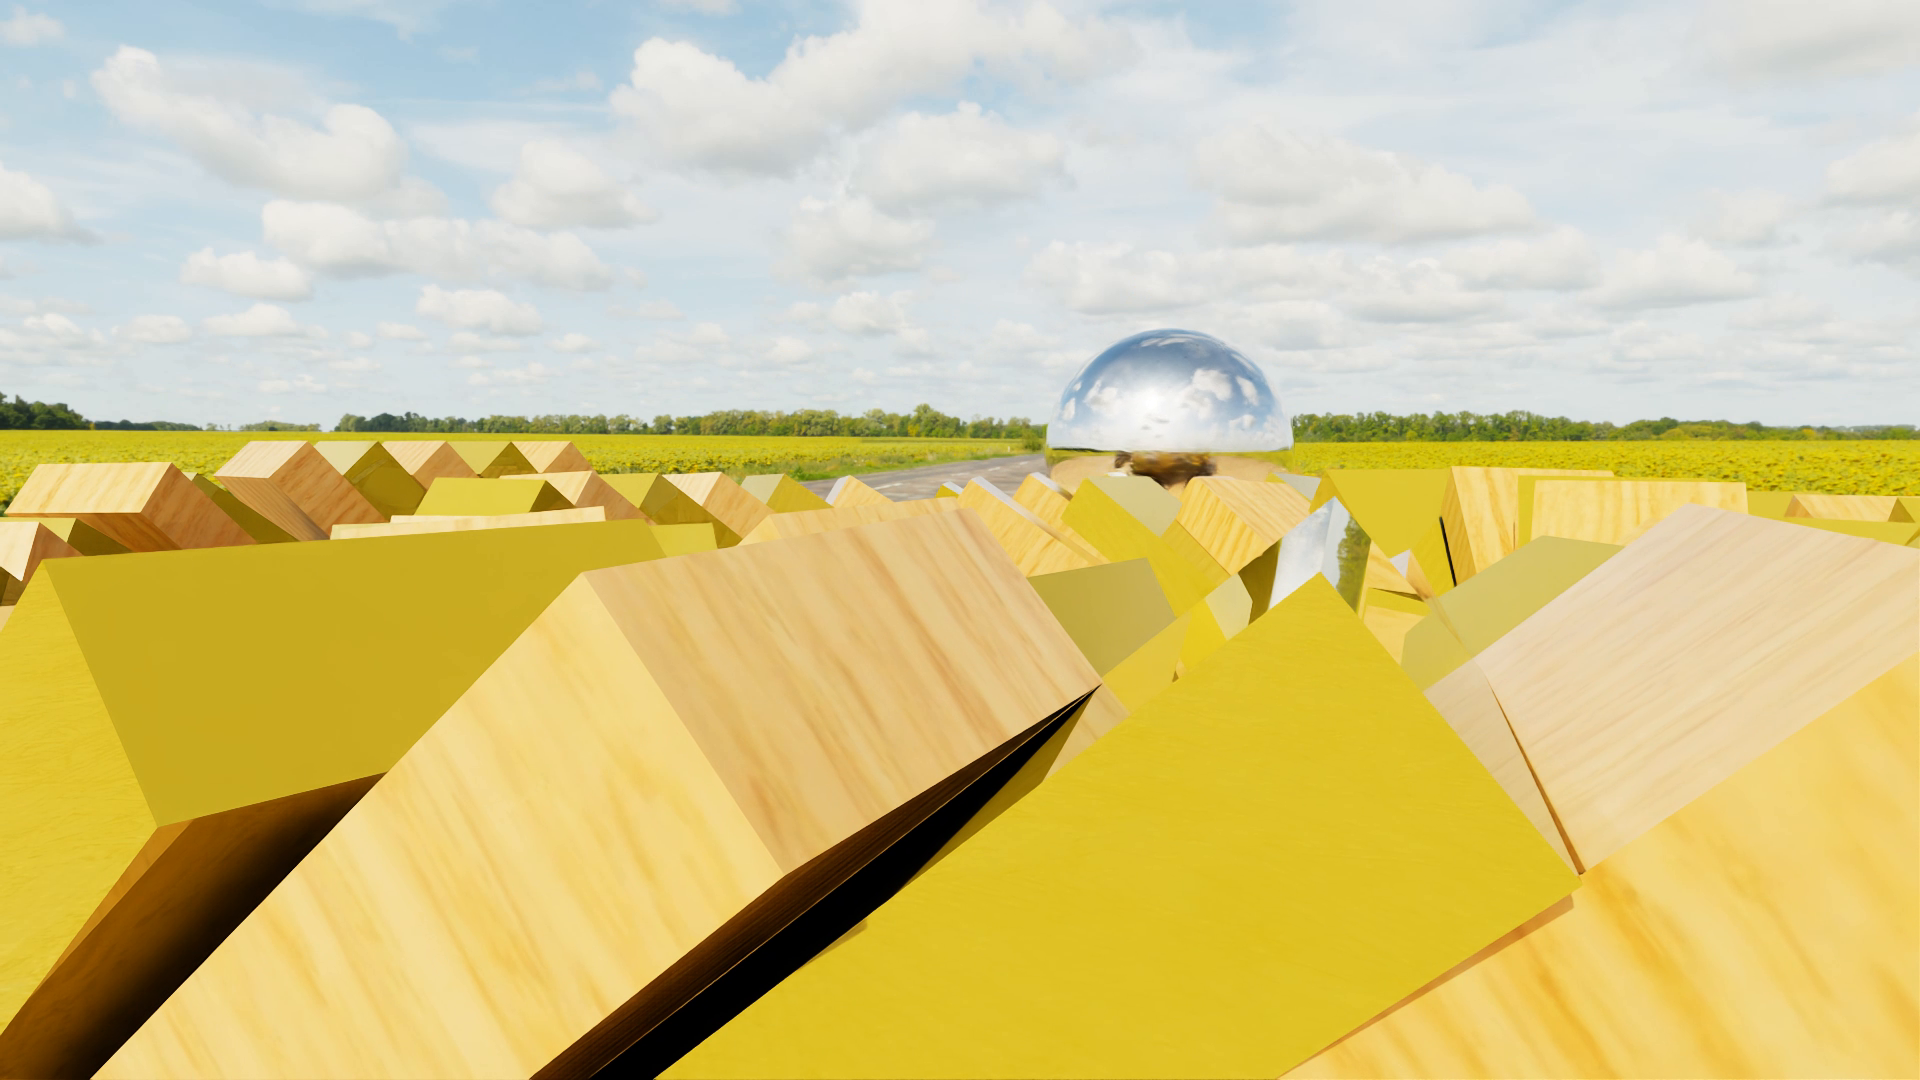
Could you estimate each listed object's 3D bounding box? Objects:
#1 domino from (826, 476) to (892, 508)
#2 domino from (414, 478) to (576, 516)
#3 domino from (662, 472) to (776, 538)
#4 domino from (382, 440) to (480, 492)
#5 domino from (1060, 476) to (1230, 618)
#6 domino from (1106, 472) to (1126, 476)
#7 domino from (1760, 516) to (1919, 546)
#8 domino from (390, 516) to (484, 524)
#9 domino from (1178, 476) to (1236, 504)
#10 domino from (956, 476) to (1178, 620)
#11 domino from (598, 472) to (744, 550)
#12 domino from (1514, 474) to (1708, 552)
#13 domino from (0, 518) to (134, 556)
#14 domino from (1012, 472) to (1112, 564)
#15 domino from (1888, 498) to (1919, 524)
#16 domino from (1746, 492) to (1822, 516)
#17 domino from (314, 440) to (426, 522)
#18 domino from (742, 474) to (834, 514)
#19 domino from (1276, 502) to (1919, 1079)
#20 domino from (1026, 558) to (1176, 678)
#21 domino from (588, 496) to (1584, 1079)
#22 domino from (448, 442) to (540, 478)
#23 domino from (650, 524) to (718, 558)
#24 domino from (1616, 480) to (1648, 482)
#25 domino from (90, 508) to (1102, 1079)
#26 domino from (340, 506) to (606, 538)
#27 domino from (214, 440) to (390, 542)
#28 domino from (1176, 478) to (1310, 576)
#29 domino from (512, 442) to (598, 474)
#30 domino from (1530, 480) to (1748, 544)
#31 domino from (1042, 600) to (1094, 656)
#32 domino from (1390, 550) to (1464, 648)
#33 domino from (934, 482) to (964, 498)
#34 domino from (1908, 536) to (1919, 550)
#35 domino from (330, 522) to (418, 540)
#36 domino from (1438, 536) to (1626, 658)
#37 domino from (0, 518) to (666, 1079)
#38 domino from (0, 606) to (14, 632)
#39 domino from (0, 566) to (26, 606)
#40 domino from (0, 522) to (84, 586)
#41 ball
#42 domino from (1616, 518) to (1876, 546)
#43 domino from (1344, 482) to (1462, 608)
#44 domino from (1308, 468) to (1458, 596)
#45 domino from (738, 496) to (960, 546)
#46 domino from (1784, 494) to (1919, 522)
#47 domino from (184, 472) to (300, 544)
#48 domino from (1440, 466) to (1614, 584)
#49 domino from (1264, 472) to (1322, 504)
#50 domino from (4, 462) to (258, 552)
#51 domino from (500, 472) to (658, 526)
[{"bbox_3d":[-0.007,0.003,0.288,0.050,0.009,0.025,32,-5,-10],"label":"domino"},{"bbox_3d":[-0.065,0.008,0.218,0.025,0.010,0.050,2,-31,29],"label":"domino"},{"bbox_3d":[-0.038,0.004,0.262,0.050,0.010,0.025,39,-22,-32],"label":"domino"},{"bbox_3d":[-0.101,0.001,0.270,0.025,0.050,0.009,3,49,40],"label":"domino"},{"bbox_3d":[0.045,0.007,0.238,0.050,0.009,0.025,42,25,27],"label":"domino"},{"bbox_3d":[0.053,0.003,0.293,0.050,0.009,0.025,35,12,10],"label":"domino"},{"bbox_3d":[0.076,0.015,0.135,0.050,0.010,0.025,-36,19,-21],"label":"domino"},{"bbox_3d":[-0.063,0.012,0.193,0.025,0.009,0.050,0,-25,4],"label":"domino"},{"bbox_3d":[0.074,0.003,0.290,0.050,0.009,0.025,38,21,23],"label":"domino"},{"bbox_3d":[0.021,0.007,0.233,0.050,0.010,0.025,35,6,1],"label":"domino"},{"bbox_3d":[-0.050,0.005,0.248,0.025,0.010,0.050,1,-31,43],"label":"domino"},{"bbox_3d":[0.090,0.011,0.175,0.025,0.009,0.050,2,42,21],"label":"domino"},{"bbox_3d":[-0.129,0.012,0.196,0.025,0.010,0.050,1,-25,9],"label":"domino"},{"bbox_3d":[0.035,0.003,0.294,0.050,0.009,0.025,35,8,5],"label":"domino"},{"bbox_3d":[0.151,0.012,0.177,0.025,0.010,0.050,3,35,12],"label":"domino"},{"bbox_3d":[0.147,0.009,0.216,0.025,0.010,0.050,0,35,-5],"label":"domino"},{"bbox_3d":[-0.110,0.001,0.260,0.025,0.050,0.009,4,49,40],"label":"domino"},{"bbox_3d":[-0.024,0.004,0.276,0.050,0.009,0.025,35,-14,-23],"label":"domino"},{"bbox_3d":[0.012,0.019,0.047,0.050,0.009,0.025,-40,-4,14],"label":"domino"},{"bbox_3d":[-0.007,0.018,0.114,0.050,0.009,0.025,-32,-14,32],"label":"domino"},{"bbox_3d":[-0.003,0.019,0.050,0.050,0.009,0.025,-41,-6,17],"label":"domino"},{"bbox_3d":[-0.091,0.000,0.279,0.025,0.050,0.010,4,49,40],"label":"domino"},{"bbox_3d":[-0.043,0.015,0.135,0.025,0.009,0.050,-3,-27,-27],"label":"domino"},{"bbox_3d":[0.134,0.007,0.235,0.025,0.010,0.050,-1,37,-26],"label":"domino"},{"bbox_3d":[-0.019,0.019,0.054,0.050,0.009,0.025,-41,-12,23],"label":"domino"},{"bbox_3d":[-0.053,0.013,0.149,0.025,0.010,0.050,-6,-26,-17],"label":"domino"},{"bbox_3d":[-0.118,0.002,0.250,0.025,0.050,0.009,4,49,40],"label":"domino"},{"bbox_3d":[0.064,0.007,0.230,0.025,0.009,0.050,2,35,-35],"label":"domino"},{"bbox_3d":[-0.082,-0.001,0.288,0.025,0.050,0.009,4,49,40],"label":"domino"},{"bbox_3d":[0.084,0.012,0.159,0.025,0.009,0.050,2,41,26],"label":"domino"},{"bbox_3d":[-0.001,0.011,0.240,0.050,0.009,0.025,19,2,15],"label":"domino"},{"bbox_3d":[0.016,0.018,0.108,0.050,0.009,0.025,-29,-4,21],"label":"domino"},{"bbox_3d":[0.016,0.004,0.294,0.050,0.009,0.025,31,5,1],"label":"domino"},{"bbox_3d":[0.029,0.019,0.048,0.050,0.009,0.025,-41,1,6],"label":"domino"},{"bbox_3d":[-0.062,0.013,0.171,0.025,0.010,0.050,-2,-25,-3],"label":"domino"},{"bbox_3d":[0.040,0.017,0.114,0.050,0.009,0.025,-31,6,-2],"label":"domino"},{"bbox_3d":[-0.035,0.019,0.060,0.050,0.010,0.025,-42,-18,27],"label":"domino"},{"bbox_3d":[-0.055,0.020,0.070,0.050,0.009,0.025,-37,-18,32],"label":"domino"},{"bbox_3d":[-0.120,0.015,0.154,0.025,0.010,0.050,-1,-24,-9],"label":"domino"},{"bbox_3d":[-0.125,0.013,0.174,0.025,0.009,0.050,-1,-25,-4],"label":"domino"},{"bbox_3d":[0.068,-0.029,0.419,0.080,0.080,0.080,0,4,0],"label":"ball"},{"bbox_3d":[0.060,0.016,0.123,0.050,0.010,0.025,-33,14,-12],"label":"domino"},{"bbox_3d":[0.108,0.005,0.269,0.025,0.010,0.050,-3,36,-39],"label":"domino"},{"bbox_3d":[0.080,0.008,0.212,0.025,0.010,0.050,-1,42,-13],"label":"domino"},{"bbox_3d":[-0.022,0.015,0.124,0.050,0.009,0.025,-40,-18,32],"label":"domino"},{"bbox_3d":[0.151,0.011,0.196,0.025,0.010,0.050,1,35,4],"label":"domino"},{"bbox_3d":[-0.126,0.006,0.236,0.025,0.010,0.050,3,-32,37],"label":"domino"},{"bbox_3d":[0.090,0.009,0.194,0.025,0.010,0.050,2,42,8],"label":"domino"},{"bbox_3d":[0.091,0.003,0.284,0.025,0.009,0.050,2,34,-50],"label":"domino"},{"bbox_3d":[-0.128,0.007,0.214,0.025,0.010,0.050,0,-36,13],"label":"domino"},{"bbox_3d":[-0.059,0.006,0.233,0.025,0.009,0.050,0,-32,36],"label":"domino"}]
